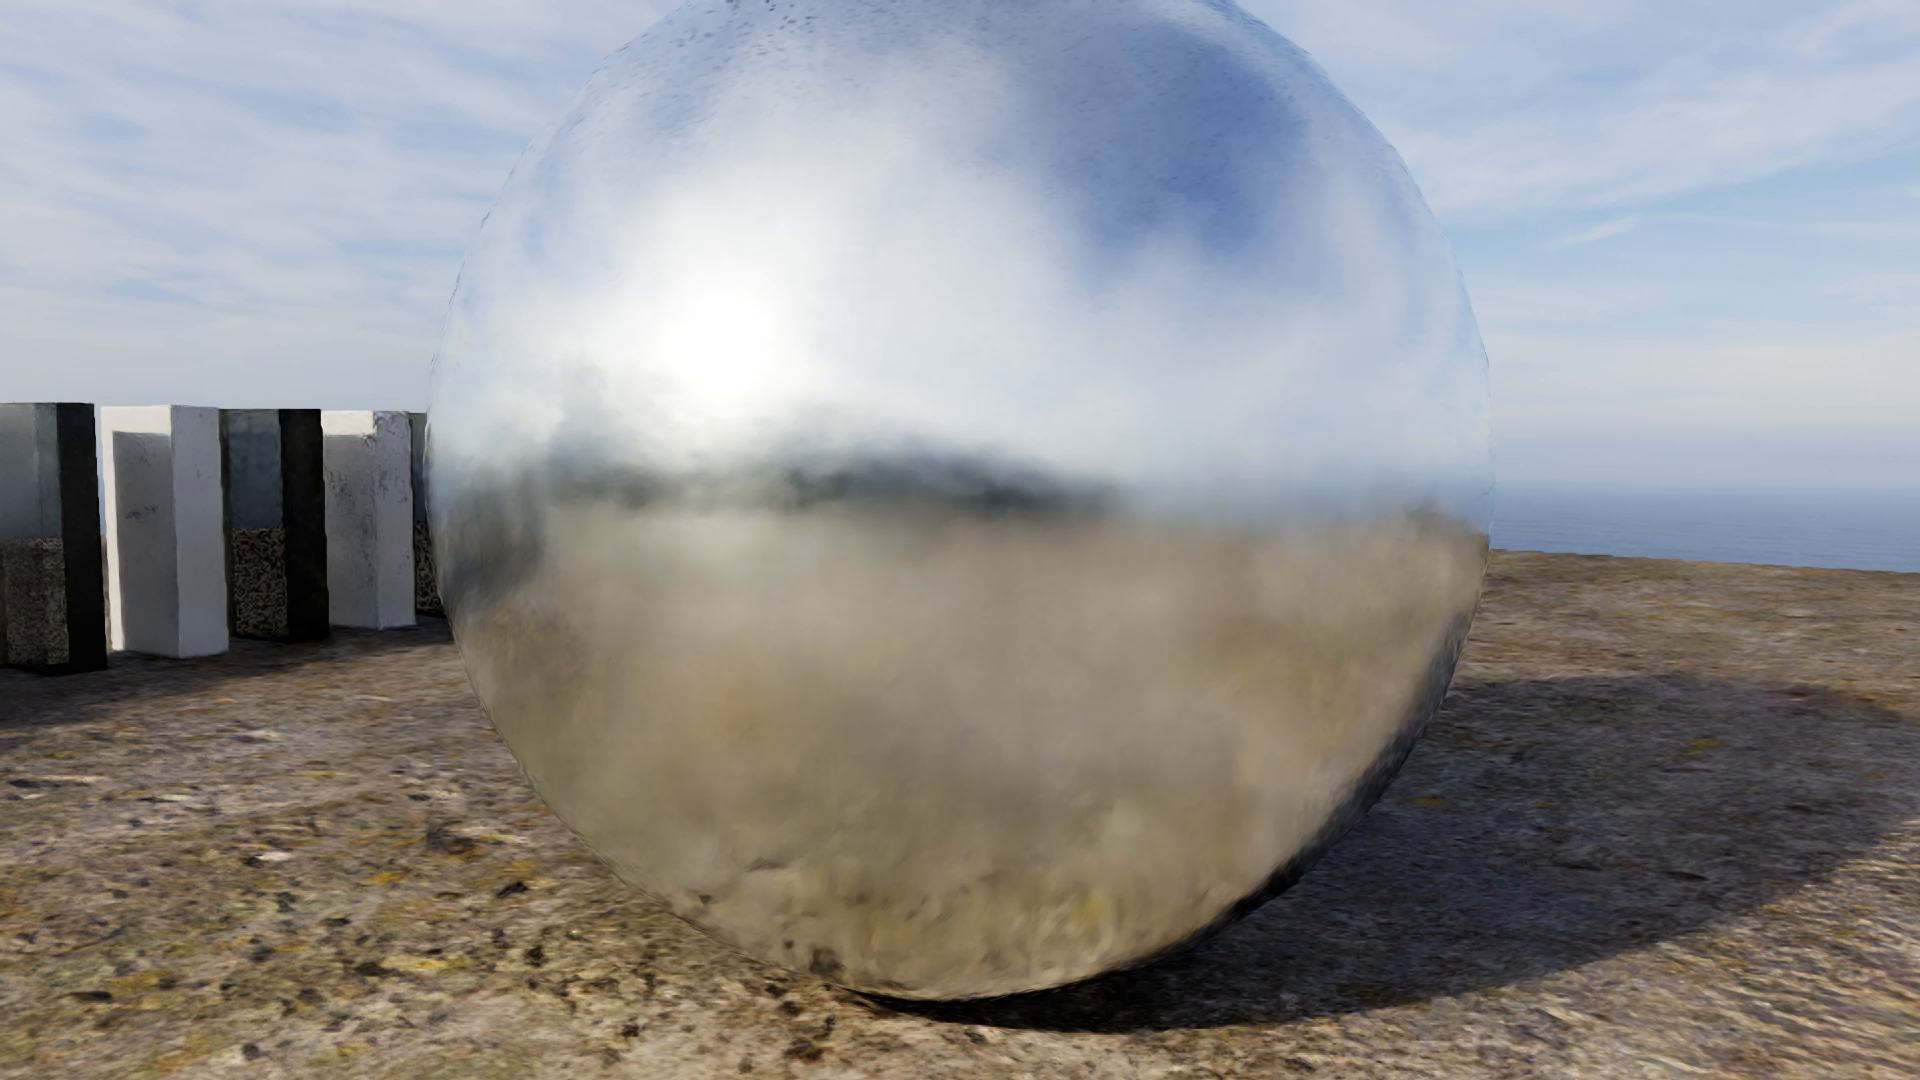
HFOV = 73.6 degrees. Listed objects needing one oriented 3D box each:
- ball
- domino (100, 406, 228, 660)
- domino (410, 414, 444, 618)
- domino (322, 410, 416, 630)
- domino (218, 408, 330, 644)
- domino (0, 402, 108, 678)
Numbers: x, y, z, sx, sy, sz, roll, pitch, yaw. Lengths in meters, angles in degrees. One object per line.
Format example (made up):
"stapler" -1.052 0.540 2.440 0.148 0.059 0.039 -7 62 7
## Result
"ball" 0.000 -0.005 0.103 0.080 0.080 0.080 0 4 0
"domino" -0.163 -0.002 0.262 0.025 0.050 0.010 2 5 29
"domino" -0.128 -0.006 0.319 0.025 0.050 0.010 4 6 40
"domino" -0.141 -0.005 0.301 0.025 0.050 0.009 2 5 30
"domino" -0.151 -0.004 0.281 0.025 0.050 0.010 2 5 30
"domino" -0.174 -0.001 0.243 0.025 0.050 0.010 3 5 33
